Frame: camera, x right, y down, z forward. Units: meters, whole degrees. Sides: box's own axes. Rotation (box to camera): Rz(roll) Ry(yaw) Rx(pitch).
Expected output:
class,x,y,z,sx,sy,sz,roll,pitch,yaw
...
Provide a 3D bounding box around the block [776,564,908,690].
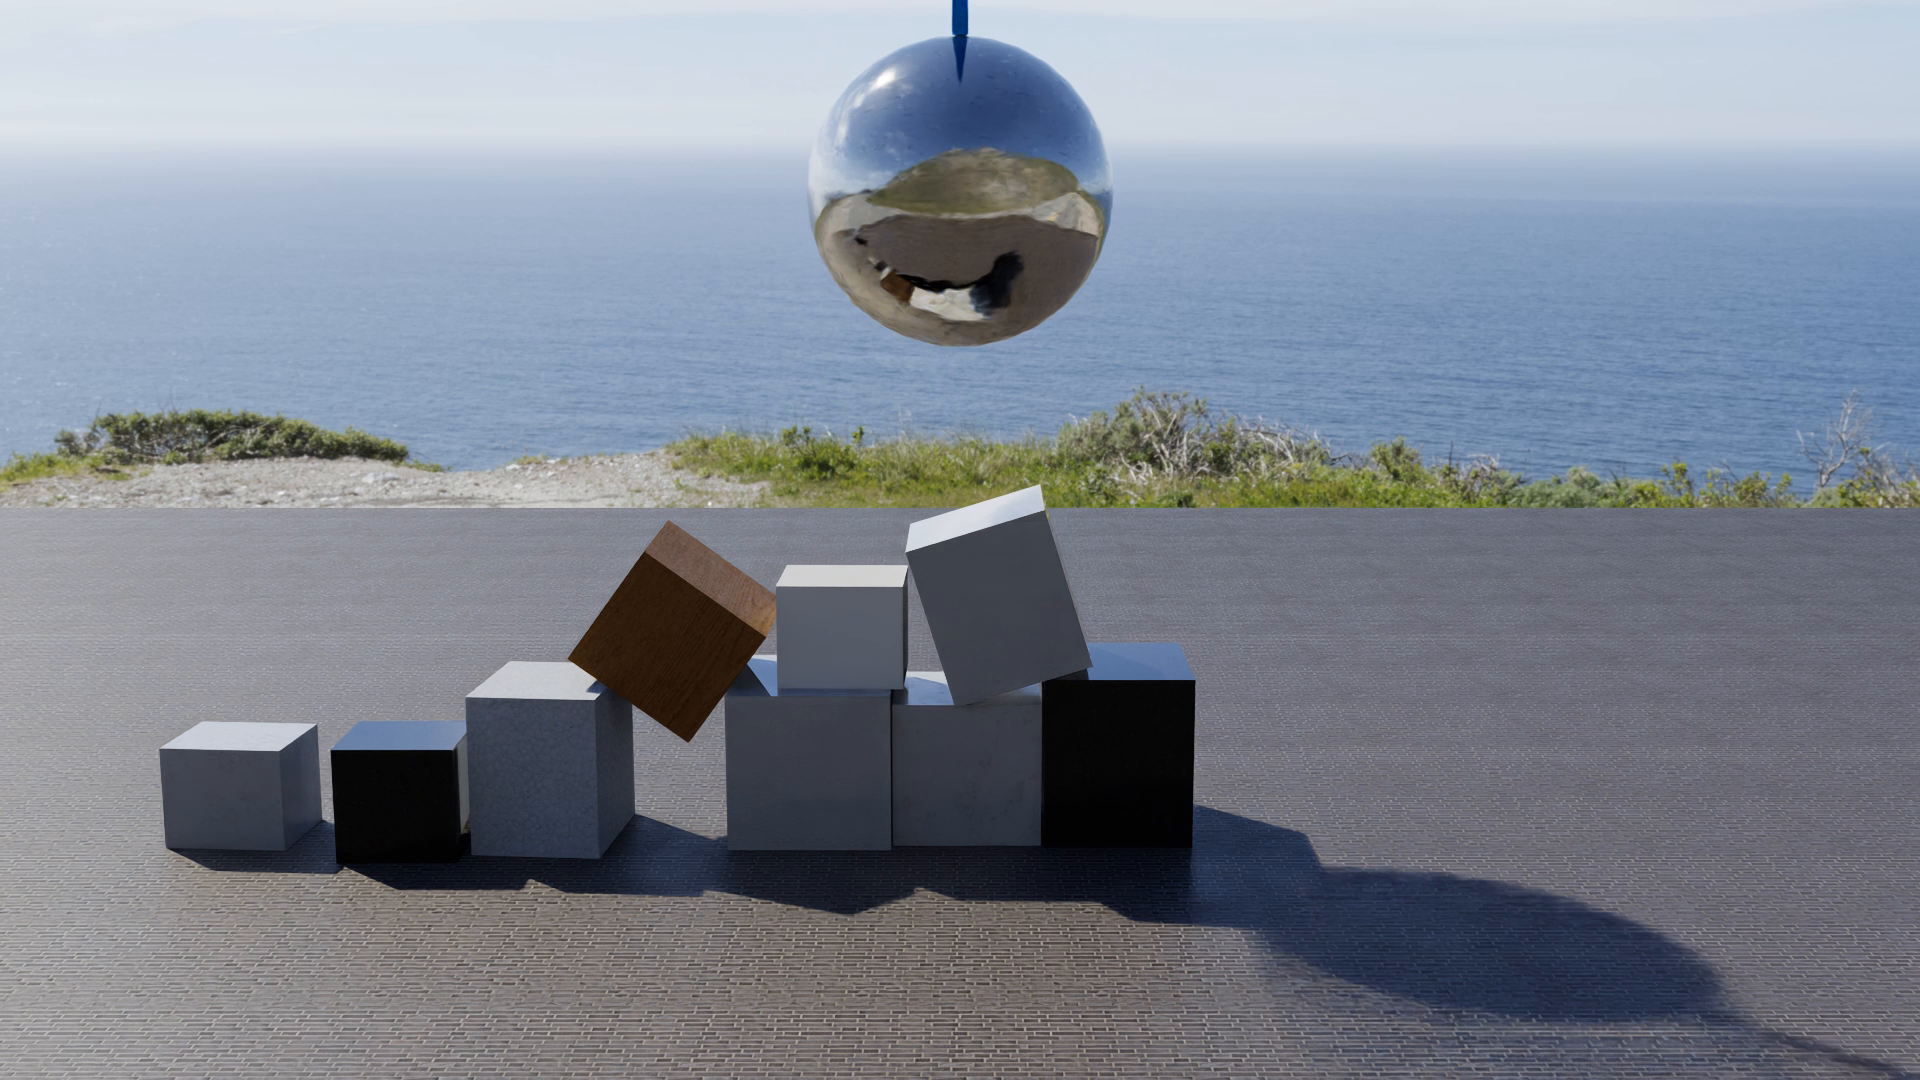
class,x,y,z,sx,sy,sz,roll,pitch,yaw
block,-0.594,0.439,11.251,0.632,0.524,0.557,0,10,1

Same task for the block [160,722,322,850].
class,x,y,z,sx,sy,sz,roll,pitch,yaw
block,-3.665,1.251,11.238,0.615,0.517,0.519,1,10,4

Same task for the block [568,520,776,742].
class,x,y,z,sx,sy,sz,roll,pitch,yaw
block,-1.448,0.456,11.301,0.737,0.685,0.745,36,11,-6

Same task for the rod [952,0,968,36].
class,x,y,z,sx,sy,sz,roll,pitch,yaw
rod,0.000,-5.078,10.509,0.080,5.200,0.080,0,16,0

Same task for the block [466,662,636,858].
class,x,y,z,sx,sy,sz,roll,pitch,yaw
block,-2.073,1.107,11.211,0.648,0.810,0.756,1,10,5

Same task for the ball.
class,x,y,z,sx,sy,sz,roll,pitch,yaw
ball,0.000,-1.807,11.434,1.600,1.600,1.600,0,10,0

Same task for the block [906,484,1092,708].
class,x,y,z,sx,sy,sz,roll,pitch,yaw
block,0.198,0.271,11.213,0.712,0.822,0.808,-17,10,3

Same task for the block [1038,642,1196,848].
class,x,y,z,sx,sy,sz,roll,pitch,yaw
block,0.794,1.047,11.386,0.746,0.866,0.822,0,10,0

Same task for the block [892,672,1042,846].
class,x,y,z,sx,sy,sz,roll,pitch,yaw
block,0.034,1.120,11.368,0.746,0.730,0.701,0,10,0

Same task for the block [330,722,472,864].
class,x,y,z,sx,sy,sz,roll,pitch,yaw
block,-2.773,1.259,11.033,0.593,0.576,0.535,0,10,0

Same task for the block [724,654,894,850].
class,x,y,z,sx,sy,sz,roll,pitch,yaw
block,-0.754,1.084,11.384,0.819,0.794,0.889,0,10,0
